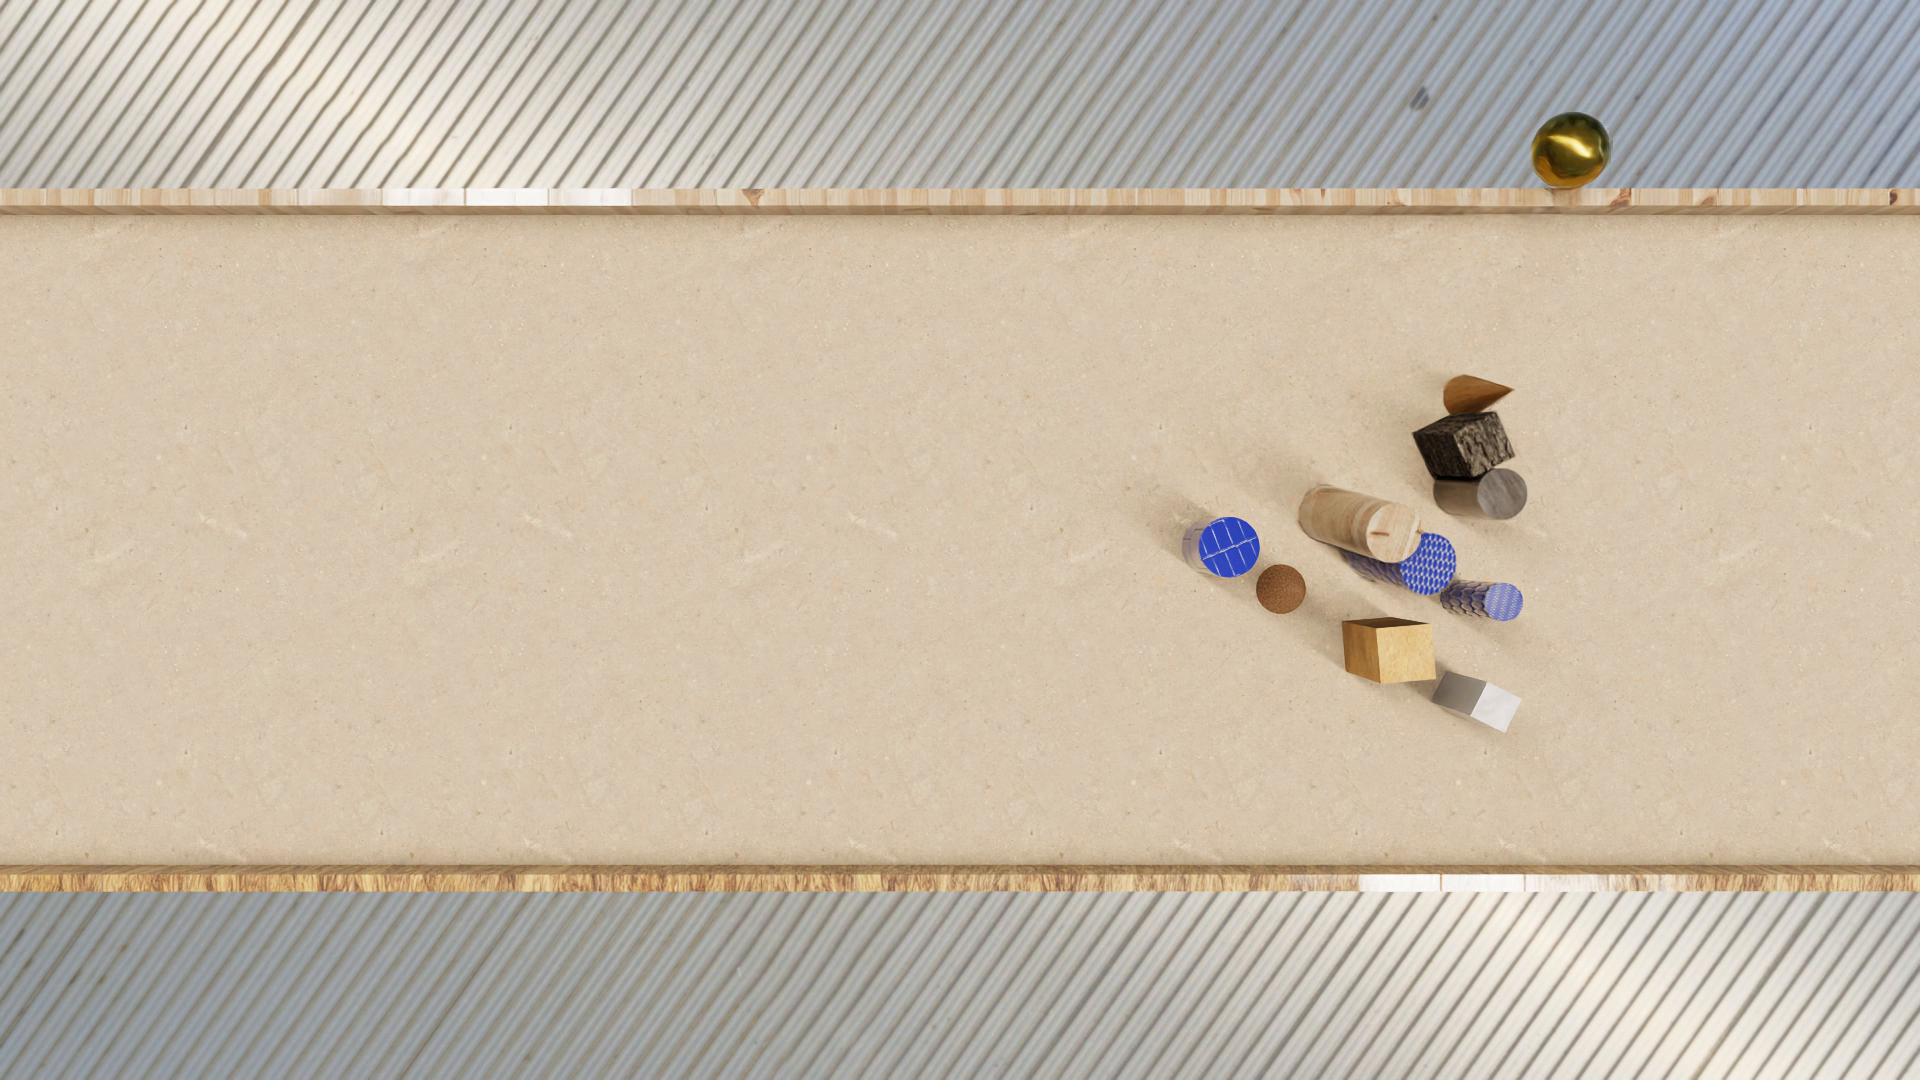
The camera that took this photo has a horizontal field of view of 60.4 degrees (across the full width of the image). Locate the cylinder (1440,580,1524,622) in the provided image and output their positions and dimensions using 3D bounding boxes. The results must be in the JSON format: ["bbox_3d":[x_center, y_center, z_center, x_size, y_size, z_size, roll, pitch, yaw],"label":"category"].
[{"bbox_3d":[1.531,0.175,4.858,0.108,0.436,0.108,0,90,0],"label":"cylinder"}]

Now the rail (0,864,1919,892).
[{"bbox_3d":[-2.247,1.025,5.001,12.000,0.150,0.050,0,90,0],"label":"rail"}]

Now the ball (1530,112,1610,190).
[{"bbox_3d":[1.789,-1.141,4.837,0.222,0.222,0.222,0,90,0],"label":"ball"}]

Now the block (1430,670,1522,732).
[{"bbox_3d":[1.520,0.474,4.875,0.108,0.403,0.108,27,90,0],"label":"block"}]

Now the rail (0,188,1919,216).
[{"bbox_3d":[-2.247,-1.025,5.002,12.000,0.150,0.050,0,90,0],"label":"rail"}]

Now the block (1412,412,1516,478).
[{"bbox_3d":[1.490,-0.284,4.894,0.140,0.351,0.140,-26,95,-2],"label":"block"}]

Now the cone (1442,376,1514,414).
[{"bbox_3d":[1.554,-0.432,4.847,0.134,0.454,0.134,0,92,0],"label":"cone"}]

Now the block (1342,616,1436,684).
[{"bbox_3d":[1.258,0.321,4.864,0.156,0.424,0.156,-5,90,0],"label":"block"}]

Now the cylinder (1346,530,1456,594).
[{"bbox_3d":[1.303,0.048,4.892,0.179,0.333,0.179,-2,98,-14],"label":"cylinder"}]

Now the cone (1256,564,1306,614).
[{"bbox_3d":[0.988,0.151,4.919,0.153,0.315,0.153,0,90,0],"label":"cone"}]

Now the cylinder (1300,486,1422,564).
[{"bbox_3d":[1.169,-0.052,4.842,0.171,0.439,0.171,-2,99,-13],"label":"cylinder"}]

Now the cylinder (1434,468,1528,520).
[{"bbox_3d":[1.538,-0.141,4.890,0.148,0.362,0.148,0,93,-3],"label":"cylinder"}]

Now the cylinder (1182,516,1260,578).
[{"bbox_3d":[0.769,0.020,4.892,0.174,0.369,0.174,0,90,0],"label":"cylinder"}]
